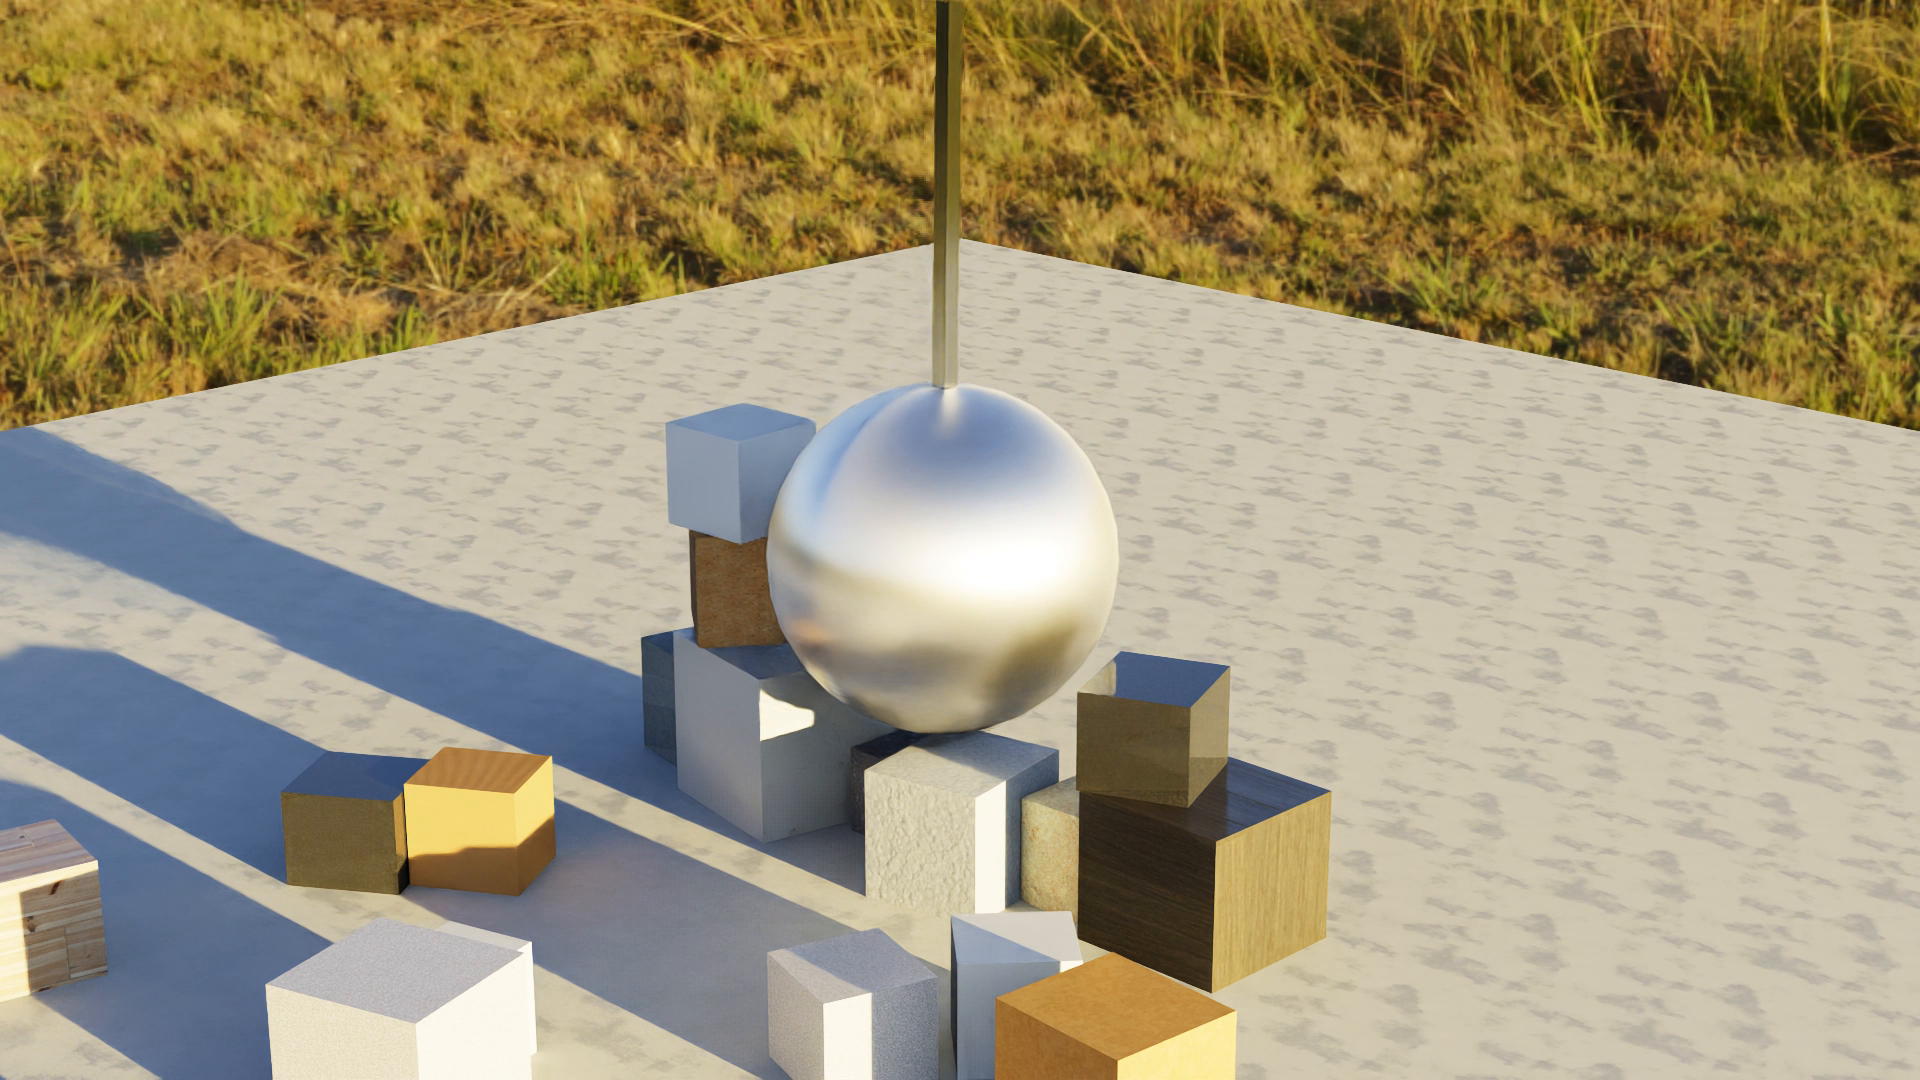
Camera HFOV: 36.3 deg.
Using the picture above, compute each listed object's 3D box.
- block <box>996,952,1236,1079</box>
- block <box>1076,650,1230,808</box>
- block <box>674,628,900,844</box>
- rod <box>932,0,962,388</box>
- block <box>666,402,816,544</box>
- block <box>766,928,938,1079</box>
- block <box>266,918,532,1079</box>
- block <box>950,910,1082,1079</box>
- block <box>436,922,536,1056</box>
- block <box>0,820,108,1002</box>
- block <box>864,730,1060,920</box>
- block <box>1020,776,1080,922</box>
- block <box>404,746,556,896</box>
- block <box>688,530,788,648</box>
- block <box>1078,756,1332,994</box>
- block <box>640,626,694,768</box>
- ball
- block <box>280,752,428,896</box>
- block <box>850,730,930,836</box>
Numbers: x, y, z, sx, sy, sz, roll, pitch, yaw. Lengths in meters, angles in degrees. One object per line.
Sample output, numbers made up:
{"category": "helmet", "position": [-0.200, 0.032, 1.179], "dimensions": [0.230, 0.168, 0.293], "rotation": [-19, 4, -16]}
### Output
{"category": "block", "position": [0.572, 2.011, 10.888], "dimensions": [0.600, 0.634, 0.656], "rotation": [-14, 23, -39]}
{"category": "block", "position": [0.839, 0.813, 12.699], "dimensions": [0.507, 0.453, 0.558], "rotation": [7, 19, 21]}
{"category": "block", "position": [-0.832, 0.869, 14.215], "dimensions": [0.789, 0.818, 0.827], "rotation": [-11, 21, -32]}
{"category": "rod", "position": [-0.034, -3.178, 12.307], "dimensions": [0.080, 5.200, 0.080], "rotation": [17, 23, 42]}
{"category": "block", "position": [-1.039, -0.325, 13.988], "dimensions": [0.501, 0.499, 0.511], "rotation": [15, 23, 40]}
{"category": "block", "position": [-0.426, 1.885, 11.586], "dimensions": [0.494, 0.455, 0.516], "rotation": [-9, 20, -27]}
{"category": "block", "position": [-2.098, 1.931, 11.032], "dimensions": [0.689, 0.701, 0.665], "rotation": [9, 20, 26]}
{"category": "block", "position": [0.220, 1.817, 11.725], "dimensions": [0.489, 0.502, 0.464], "rotation": [-1, 17, -3]}
{"category": "block", "position": [-1.994, 1.858, 11.627], "dimensions": [0.409, 0.483, 0.460], "rotation": [9, 20, 28]}
{"category": "block", "position": [-4.010, 1.577, 12.452], "dimensions": [0.562, 0.524, 0.547], "rotation": [-12, 21, -33]}
{"category": "block", "position": [0.012, 1.279, 13.251], "dimensions": [0.592, 0.613, 0.689], "rotation": [11, 21, 32]}
{"category": "block", "position": [0.613, 1.374, 13.142], "dimensions": [0.450, 0.498, 0.512], "rotation": [16, 23, 41]}
{"category": "block", "position": [-2.193, 1.284, 13.430], "dimensions": [0.527, 0.498, 0.470], "rotation": [4, 18, 12]}
{"category": "block", "position": [-0.993, 0.155, 14.206], "dimensions": [0.599, 0.548, 0.573], "rotation": [-3, 18, -8]}
{"category": "block", "position": [1.056, 1.410, 12.706], "dimensions": [0.765, 0.691, 0.771], "rotation": [17, 24, 42]}
{"category": "block", "position": [-1.223, 0.794, 14.833], "dimensions": [0.569, 0.590, 0.553], "rotation": [-11, 21, -32]}
{"category": "ball", "position": [-0.080, 0.079, 13.283], "dimensions": [1.600, 1.600, 1.600], "rotation": [0, 17, 0]}
{"category": "block", "position": [-2.745, 1.295, 13.463], "dimensions": [0.539, 0.457, 0.511], "rotation": [4, 18, 11]}
{"category": "block", "position": [-0.182, 1.178, 13.896], "dimensions": [0.471, 0.420, 0.474], "rotation": [16, 24, 42]}
